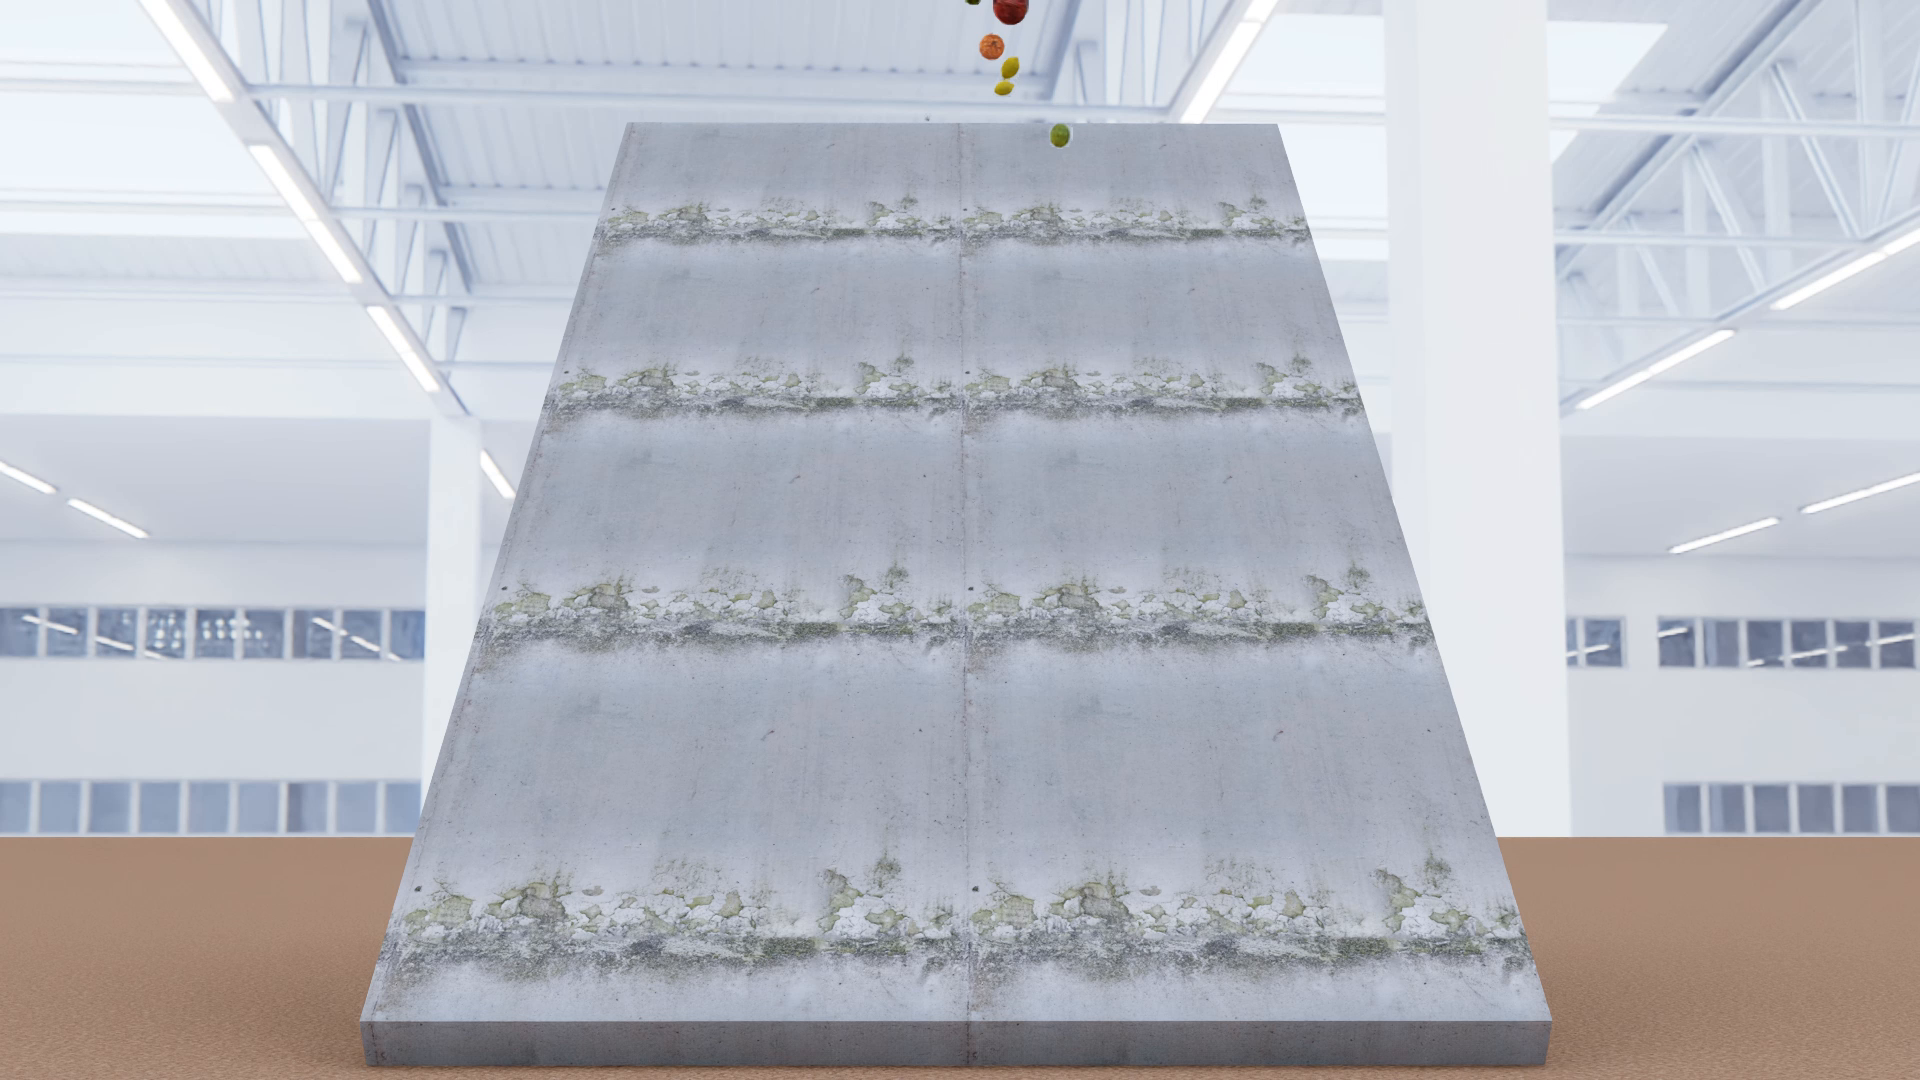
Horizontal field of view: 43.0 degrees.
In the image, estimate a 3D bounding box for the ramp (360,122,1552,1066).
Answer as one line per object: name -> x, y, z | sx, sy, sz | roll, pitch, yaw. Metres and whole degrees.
ramp -> -0.014, -0.196, 5.818 | 2.000, 0.100, 4.000 | 0, 31, 0
